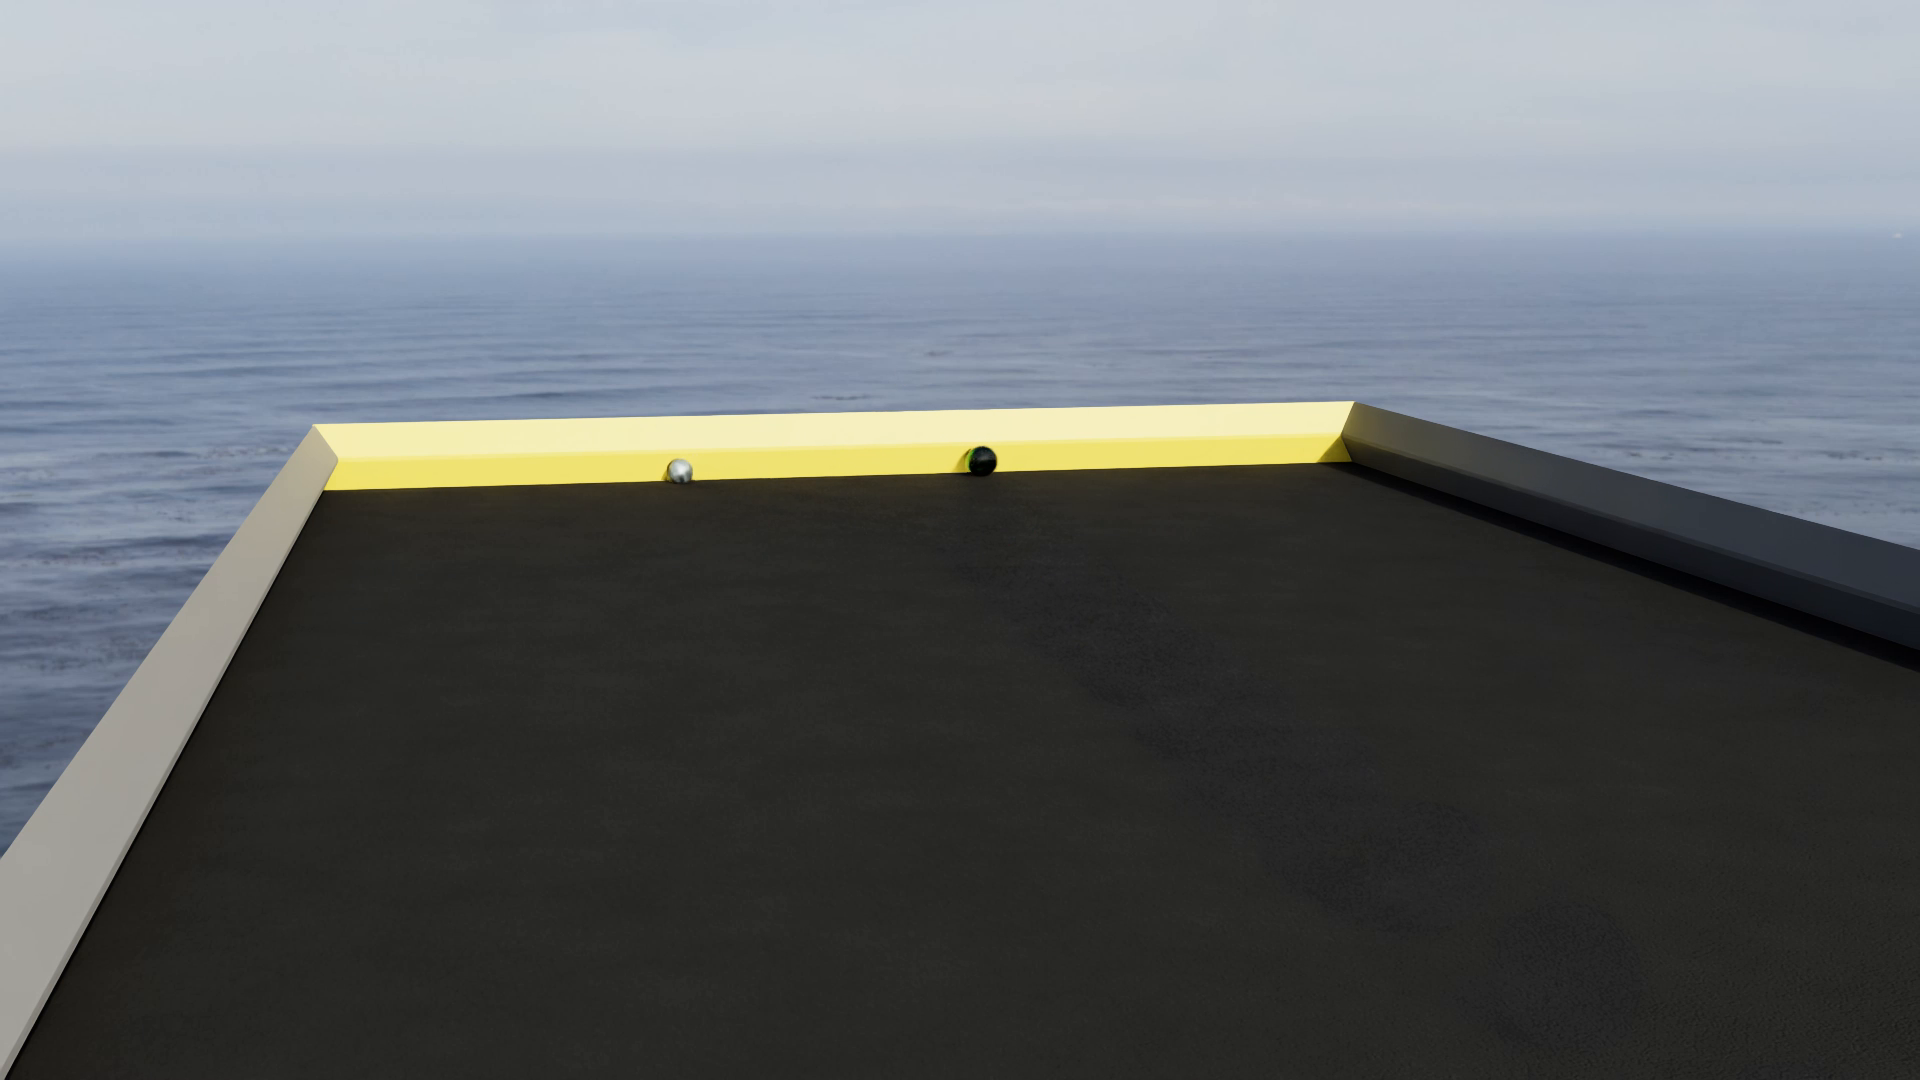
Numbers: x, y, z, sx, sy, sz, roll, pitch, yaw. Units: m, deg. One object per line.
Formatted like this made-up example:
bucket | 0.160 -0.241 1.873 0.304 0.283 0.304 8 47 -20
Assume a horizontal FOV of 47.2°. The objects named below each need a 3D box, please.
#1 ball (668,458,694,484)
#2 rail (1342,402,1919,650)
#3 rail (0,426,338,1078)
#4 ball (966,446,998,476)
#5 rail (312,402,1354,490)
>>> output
ball | -0.529 -0.130 4.173 0.048 0.048 0.048 0 9 0
rail | 1.175 0.086 2.636 0.045 0.121 3.837 -2 10 -12
rail | -0.782 0.153 2.232 0.045 0.121 3.837 -2 10 -12
ball | 0.043 -0.154 4.277 0.060 0.060 0.060 0 9 0
rail | -0.192 -0.184 4.264 2.046 0.121 0.045 -2 10 -12
